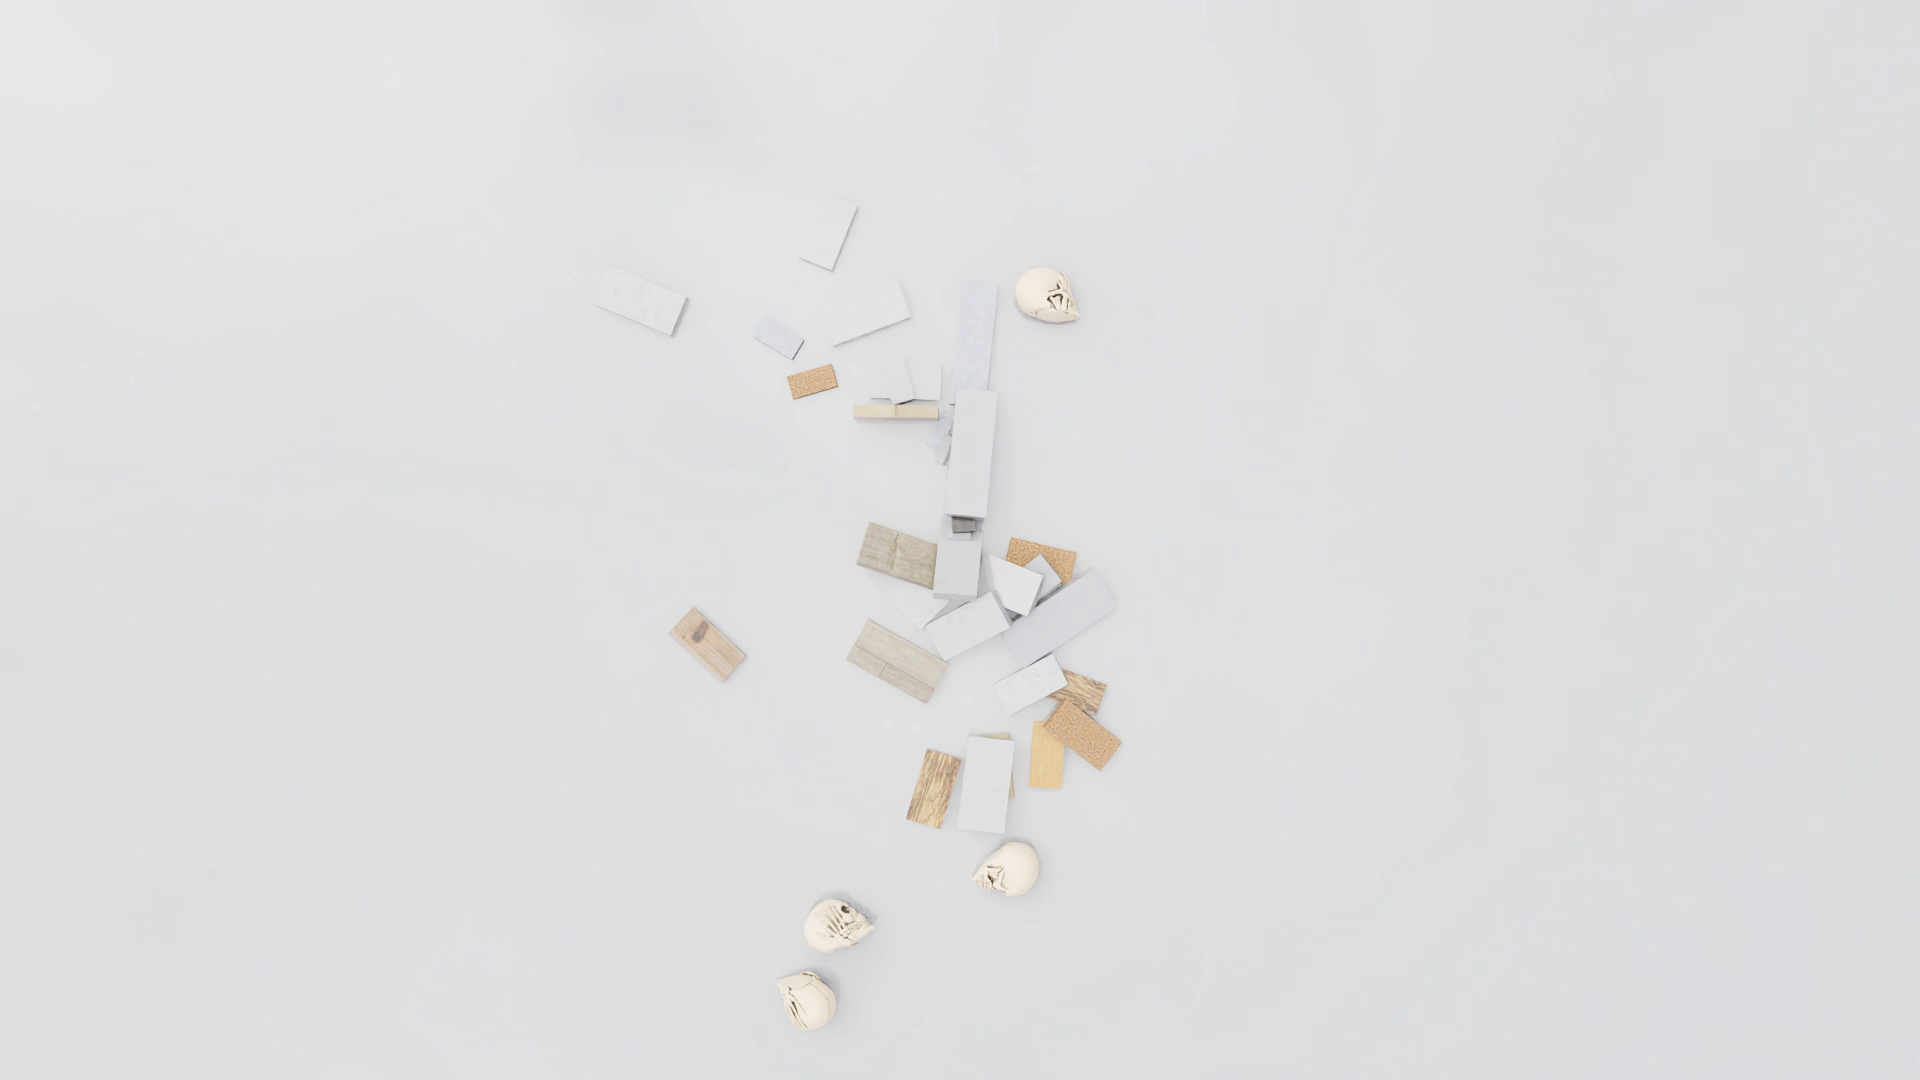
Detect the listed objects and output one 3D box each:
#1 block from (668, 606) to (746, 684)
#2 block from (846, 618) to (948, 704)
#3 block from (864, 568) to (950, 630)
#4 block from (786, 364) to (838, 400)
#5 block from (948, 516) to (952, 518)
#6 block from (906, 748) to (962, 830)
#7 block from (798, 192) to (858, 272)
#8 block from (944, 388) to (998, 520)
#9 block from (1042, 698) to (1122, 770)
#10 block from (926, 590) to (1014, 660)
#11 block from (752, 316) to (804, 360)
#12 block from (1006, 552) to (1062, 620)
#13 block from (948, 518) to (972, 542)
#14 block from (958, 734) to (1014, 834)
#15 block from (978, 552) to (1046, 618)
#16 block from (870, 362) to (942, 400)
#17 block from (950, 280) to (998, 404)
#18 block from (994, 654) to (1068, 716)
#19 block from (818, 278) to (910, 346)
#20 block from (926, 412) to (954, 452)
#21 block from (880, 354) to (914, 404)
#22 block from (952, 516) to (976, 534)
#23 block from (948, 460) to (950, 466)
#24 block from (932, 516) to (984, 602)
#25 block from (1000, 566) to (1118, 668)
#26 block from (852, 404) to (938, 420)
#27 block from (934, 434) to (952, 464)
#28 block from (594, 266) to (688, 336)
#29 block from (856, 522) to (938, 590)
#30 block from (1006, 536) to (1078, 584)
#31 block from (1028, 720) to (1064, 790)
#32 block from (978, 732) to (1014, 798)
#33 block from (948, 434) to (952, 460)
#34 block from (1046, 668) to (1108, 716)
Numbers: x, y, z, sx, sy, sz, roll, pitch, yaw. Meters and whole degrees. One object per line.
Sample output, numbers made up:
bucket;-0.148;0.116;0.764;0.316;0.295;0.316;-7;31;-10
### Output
block;-0.839;0.348;5.483;0.241;0.034;0.121;43;90;0
block;-0.208;0.403;5.478;0.306;0.043;0.153;29;90;0
block;-0.176;0.155;5.481;0.134;0.038;0.268;-44;90;0
block;-0.491;-0.527;5.489;0.155;0.022;0.077;-16;90;0
block;-0.002;-0.147;5.458;0.075;0.021;0.150;0;65;0
block;-0.087;0.826;5.483;0.121;0.034;0.241;17;90;0
block;-0.437;-1.025;5.483;0.117;0.033;0.233;22;90;0
block;0.036;-0.284;5.409;0.134;0.038;0.422;6;80;-3
block;0.405;0.644;5.459;0.241;0.034;0.121;38;87;-10
block;0.030;0.281;5.428;0.268;0.038;0.134;-29;90;24
block;-0.605;-0.672;5.489;0.155;0.022;0.077;31;90;0
block;0.214;0.156;5.458;0.225;0.032;0.113;-38;95;11
block;0.002;-0.068;5.445;0.075;0.021;0.150;3;60;2
block;0.087;0.806;5.448;0.153;0.043;0.306;7;90;0
block;0.127;0.136;5.430;0.285;0.040;0.143;22;90;21
block;-0.181;-0.527;5.483;0.233;0.033;0.117;2;90;0
block;0.046;-0.650;5.483;0.117;0.033;0.410;6;90;0
block;0.236;0.479;5.458;0.225;0.032;0.112;-28;80;9
block;-0.317;-0.756;5.480;0.277;0.039;0.139;-21;90;0
block;-0.063;-0.362;5.493;0.048;0.014;0.127;30;90;0
block;-0.208;-0.532;5.456;0.077;0.022;0.155;-16;90;0
block;0.009;-0.100;5.409;0.075;0.021;0.150;-3;78;-1
block;0.005;-0.293;5.457;0.061;0.017;0.122;16;75;4
block;-0.004;0.062;5.405;0.143;0.040;0.285;4;60;3
block;0.323;0.257;5.461;0.375;0.043;0.153;-33;103;0
block;-0.210;-0.419;5.431;0.277;0.139;0.039;1;90;0
block;-0.049;-0.302;5.471;0.014;0.048;0.095;16;99;-43
block;-1.060;-0.794;5.480;0.277;0.039;0.139;23;90;0
block;-0.186;0.056;5.439;0.285;0.040;0.143;19;73;-9
block;0.266;0.071;5.484;0.225;0.032;0.113;13;90;0
block;0.291;0.714;5.485;0.108;0.031;0.216;5;90;0
block;0.119;0.754;5.485;0.108;0.031;0.216;-4;90;0
block;-0.007;-0.293;5.475;0.061;0.017;0.122;1;74;0
block;0.368;0.494;5.485;0.216;0.031;0.108;20;90;0
